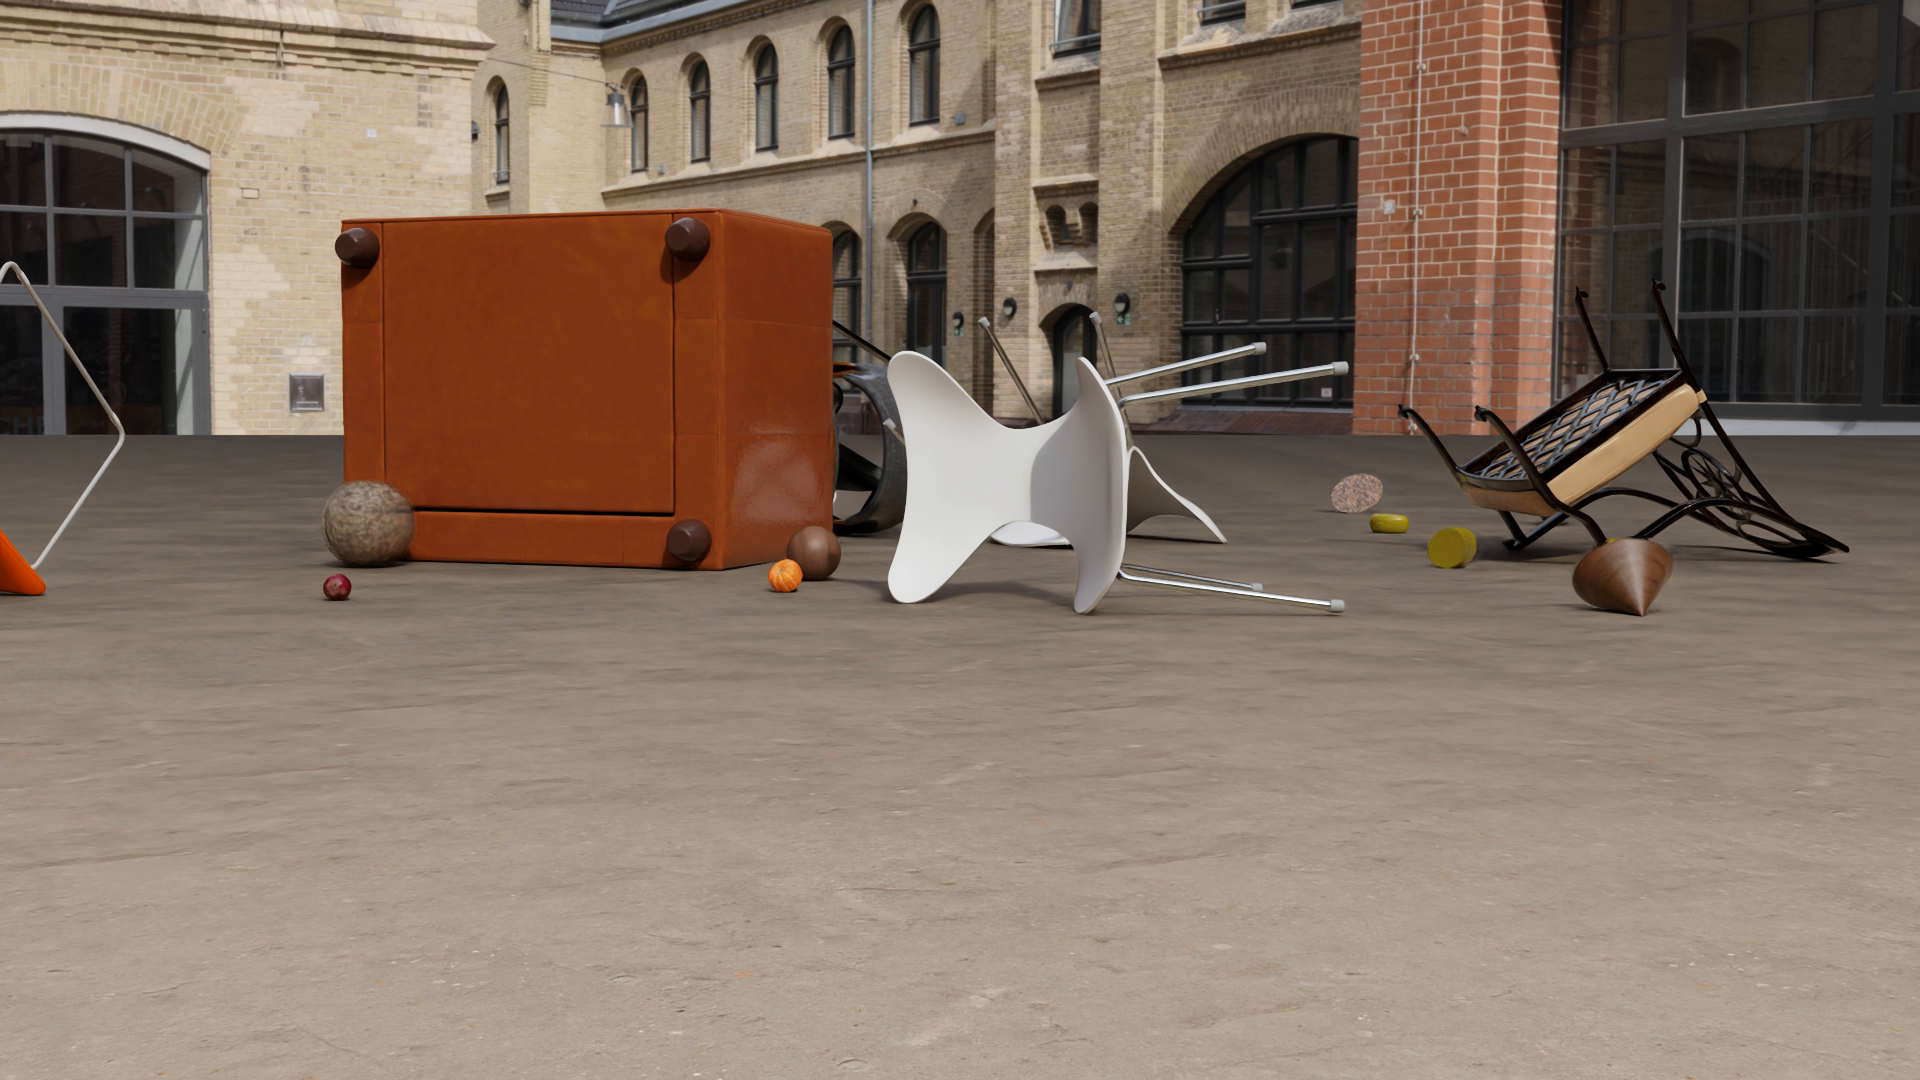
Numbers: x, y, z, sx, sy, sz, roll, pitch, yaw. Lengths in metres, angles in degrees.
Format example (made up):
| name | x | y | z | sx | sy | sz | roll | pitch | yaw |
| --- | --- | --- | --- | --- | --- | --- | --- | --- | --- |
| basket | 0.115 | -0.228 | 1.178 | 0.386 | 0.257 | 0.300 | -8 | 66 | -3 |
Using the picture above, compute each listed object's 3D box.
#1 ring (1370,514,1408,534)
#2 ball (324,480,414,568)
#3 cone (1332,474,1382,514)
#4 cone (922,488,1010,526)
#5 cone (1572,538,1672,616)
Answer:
| name | x | y | z | sx | sy | sz | roll | pitch | yaw |
| --- | --- | --- | --- | --- | --- | --- | --- | --- | --- |
| ring | 1.340 | -0.051 | 6.867 | 0.125 | 0.058 | 0.085 | 4 | 3 | 28 |
| ball | -1.490 | -0.042 | 5.546 | 0.220 | 0.220 | 0.220 | 0 | 4 | 0 |
| cone | 1.430 | -0.138 | 8.046 | 0.232 | 0.145 | 0.124 | -29 | -20 | -27 |
| cone | 0.047 | -0.077 | 7.201 | 0.265 | 0.125 | 0.275 | 13 | -10 | -19 |
| cone | 1.345 | 0.110 | 4.400 | 0.201 | 0.175 | 0.143 | -7 | 35 | 3 |
